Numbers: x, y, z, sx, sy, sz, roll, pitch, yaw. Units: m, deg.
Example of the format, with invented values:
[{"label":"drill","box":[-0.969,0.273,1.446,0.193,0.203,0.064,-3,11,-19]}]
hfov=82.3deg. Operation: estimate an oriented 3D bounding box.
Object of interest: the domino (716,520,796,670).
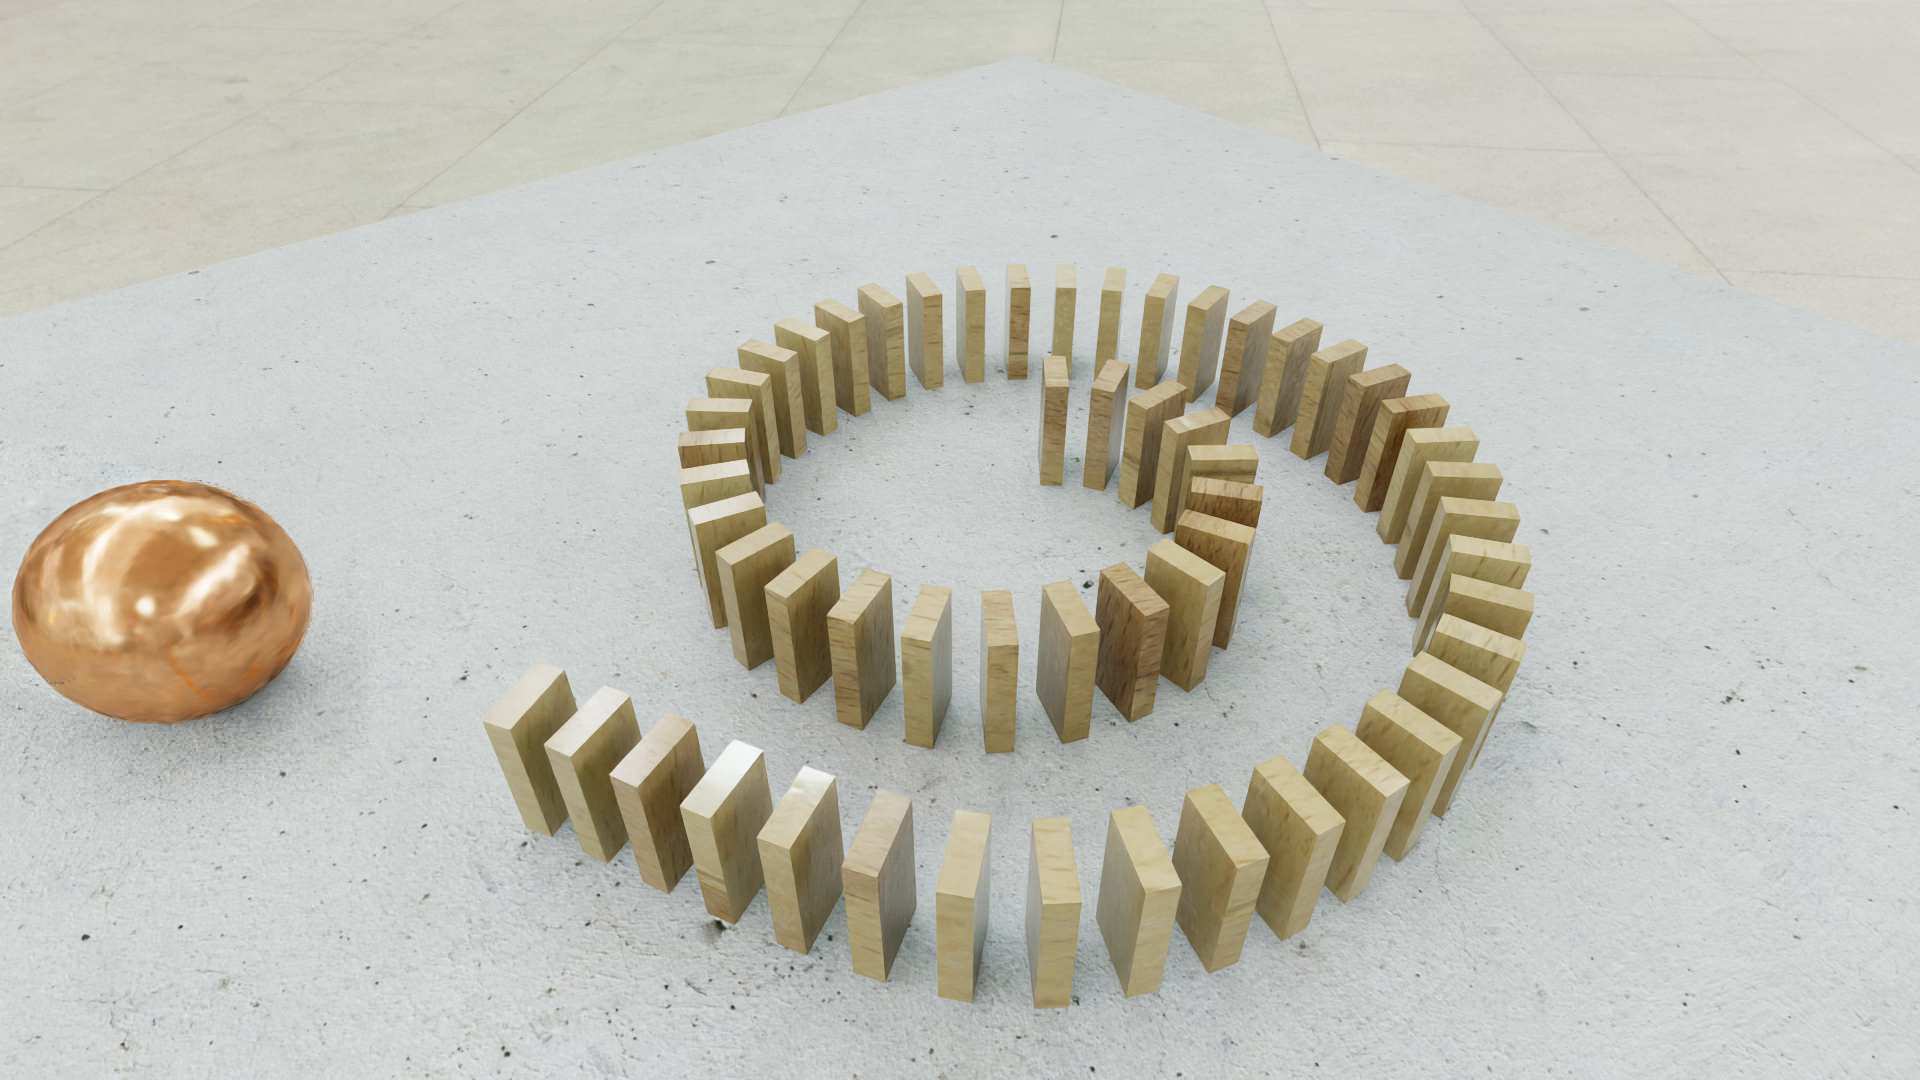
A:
[{"label":"domino","box":[-0.069,0.020,0.387,0.025,0.050,0.009,-30,48,-31]}]

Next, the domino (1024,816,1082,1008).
[{"label":"domino","box":[0.024,0.099,0.291,0.010,0.050,0.025,-2,39,-2]}]

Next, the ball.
[{"label":"ball","box":[-0.261,0.020,0.363,0.080,0.080,0.080,0,39,0]}]

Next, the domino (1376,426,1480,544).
[{"label":"domino","box":[0.185,-0.021,0.437,0.025,0.050,0.009,-2,39,-3]}]

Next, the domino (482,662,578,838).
[{"label":"domino","box":[-0.126,0.064,0.333,0.010,0.050,0.025,13,41,16]}]

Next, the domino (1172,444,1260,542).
[{"label":"domino","box":[0.099,-0.014,0.428,0.025,0.050,0.009,-1,39,-1]}]

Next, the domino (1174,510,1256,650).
[{"label":"domino","box":[0.088,0.015,0.394,0.025,0.050,0.010,17,42,20]}]

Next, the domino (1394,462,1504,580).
[{"label":"domino","box":[0.185,-0.006,0.419,0.025,0.050,0.009,2,39,3]}]

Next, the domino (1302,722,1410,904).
[{"label":"domino","box":[0.109,0.079,0.315,0.009,0.050,0.025,-23,44,-25]}]

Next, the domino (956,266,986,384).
[{"label":"domino","box":[0.005,-0.105,0.540,0.009,0.050,0.025,-7,40,-8]}]

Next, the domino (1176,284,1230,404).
[{"label":"domino","box":[0.115,-0.093,0.525,0.010,0.050,0.025,24,45,27]}]

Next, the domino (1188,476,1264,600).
[{"label":"domino","box":[0.096,0.001,0.410,0.025,0.050,0.009,9,40,10]}]

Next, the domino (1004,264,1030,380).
[{"label":"domino","box":[0.028,-0.107,0.542,0.009,0.050,0.025,-2,39,-3]}]

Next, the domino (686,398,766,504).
[{"label":"domino","box":[-0.096,-0.034,0.454,0.025,0.050,0.010,2,39,2]}]

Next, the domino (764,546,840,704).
[{"label":"domino","box":[-0.052,0.030,0.375,0.010,0.050,0.025,24,45,26]}]

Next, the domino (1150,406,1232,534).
[{"label":"domino","box":[0.093,-0.028,0.445,0.025,0.050,0.010,-17,42,-20]}]

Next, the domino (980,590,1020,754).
[{"label":"domino","box":[0.012,0.043,0.359,0.009,0.050,0.025,-2,39,-3]}]

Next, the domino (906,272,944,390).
[{"label":"domino","box":[-0.017,-0.102,0.535,0.009,0.050,0.025,-14,41,-16]}]

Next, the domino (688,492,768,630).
[{"label":"domino","box":[-0.082,0.008,0.402,0.025,0.050,0.009,-17,42,-20]}]

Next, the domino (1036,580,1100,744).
[{"label":"domino","box":[0.035,0.040,0.362,0.010,0.050,0.025,-11,41,-14]}]

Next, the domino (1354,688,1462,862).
[{"label":"domino","box":[0.128,0.070,0.326,0.009,0.050,0.025,-27,47,-29]}]

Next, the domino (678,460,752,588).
[{"label":"domino","box":[-0.090,-0.006,0.418,0.025,0.050,0.010,-10,40,-12]}]

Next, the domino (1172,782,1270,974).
[{"label":"domino","box":[0.069,0.092,0.299,0.010,0.050,0.025,-14,41,-17]}]

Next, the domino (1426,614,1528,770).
[{"label":"domino","box":[0.159,0.049,0.352,0.025,0.050,0.009,23,44,25]}]

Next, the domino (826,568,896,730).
[{"label":"domino","box":[-0.032,0.037,0.366,0.009,0.050,0.025,17,42,19]}]

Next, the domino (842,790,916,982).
[{"label":"domino","box":[-0.021,0.094,0.297,0.009,0.050,0.025,12,41,14]}]

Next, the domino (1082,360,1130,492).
[{"label":"domino","box":[0.063,-0.049,0.471,0.009,0.050,0.025,14,41,17]}]

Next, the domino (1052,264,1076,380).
[{"label":"domino","box":[0.051,-0.107,0.542,0.009,0.050,0.025,2,39,3]}]

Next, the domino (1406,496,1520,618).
[{"label":"domino","box":[0.183,0.008,0.402,0.025,0.050,0.010,6,40,7]}]

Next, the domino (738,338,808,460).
[{"label":"domino","box":[-0.083,-0.062,0.487,0.025,0.050,0.010,19,43,22]}]

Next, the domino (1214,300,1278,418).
[{"label":"domino","box":[0.133,-0.084,0.514,0.010,0.050,0.025,31,48,32]}]

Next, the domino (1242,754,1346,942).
[{"label":"domino","box":[0.090,0.086,0.306,0.009,0.050,0.025,-18,43,-21]}]

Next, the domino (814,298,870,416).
[{"label":"domino","box":[-0.055,-0.085,0.516,0.009,0.050,0.025,-32,49,-33]}]

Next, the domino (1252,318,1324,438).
[{"label":"domino","box":[0.149,-0.074,0.501,0.025,0.050,0.010,-28,47,-30]}]

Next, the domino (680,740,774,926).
[{"label":"domino","box":[-0.064,0.083,0.310,0.009,0.050,0.025,16,42,19]}]

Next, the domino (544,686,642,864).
[{"label":"domino","box":[-0.105,0.070,0.326,0.009,0.050,0.025,18,42,20]}]

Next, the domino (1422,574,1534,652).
[{"label":"domino","box":[0.170,0.036,0.367,0.025,0.050,0.010,15,42,18]}]

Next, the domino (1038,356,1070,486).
[{"label":"domino","box":[0.040,-0.051,0.474,0.009,0.050,0.025,0,39,1]}]

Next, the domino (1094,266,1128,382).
[{"label":"domino","box":[0.074,-0.105,0.540,0.010,0.050,0.025,8,40,9]}]

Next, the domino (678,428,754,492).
[{"label":"domino","box":[-0.095,-0.020,0.436,0.025,0.050,0.009,-5,40,-6]}]

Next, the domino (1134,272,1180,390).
[{"label":"domino","box":[0.096,-0.101,0.534,0.010,0.050,0.025,16,42,18]}]

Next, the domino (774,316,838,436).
[{"label":"domino","box":[-0.070,-0.074,0.502,0.025,0.050,0.009,26,46,28]}]

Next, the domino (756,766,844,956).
[{"label":"domino","box":[-0.043,0.089,0.303,0.009,0.050,0.025,15,42,17]}]

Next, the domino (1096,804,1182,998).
[{"label":"domino","box":[0.047,0.097,0.293,0.009,0.050,0.025,-9,40,-11]}]

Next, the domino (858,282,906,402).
[{"label":"domino","box":[-0.037,-0.095,0.527,0.010,0.050,0.025,-24,45,-26]}]

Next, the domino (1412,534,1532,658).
[{"label":"domino","box":[0.178,0.022,0.384,0.025,0.050,0.010,10,40,12]}]

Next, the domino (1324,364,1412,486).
[{"label":"domino","box":[0.174,-0.049,0.472,0.025,0.050,0.009,-17,42,-19]}]

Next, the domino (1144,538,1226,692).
[{"label":"domino","box":[0.075,0.026,0.379,0.009,0.050,0.025,-31,48,-32]}]

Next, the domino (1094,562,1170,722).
[{"label":"domino","box":[0.056,0.035,0.369,0.009,0.050,0.025,-19,43,-22]}]

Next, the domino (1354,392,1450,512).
[{"label":"domino","box":[0.182,-0.035,0.455,0.025,0.050,0.010,-8,40,-10]}]

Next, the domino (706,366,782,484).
[{"label":"domino","box":[-0.092,-0.049,0.471,0.025,0.050,0.009,12,41,14]}]

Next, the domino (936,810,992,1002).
[{"label":"domino","box":[0.001,0.098,0.292,0.010,0.050,0.025,7,40,9]}]

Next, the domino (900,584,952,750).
[{"label":"domino","box":[-0.010,0.042,0.360,0.010,0.050,0.025,9,40,11]}]

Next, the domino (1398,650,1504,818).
[{"label":"domino","box":[0.145,0.060,0.338,0.025,0.050,0.010,31,49,32]}]

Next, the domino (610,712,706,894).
[{"label":"domino","box":[-0.084,0.077,0.318,0.009,0.050,0.025,18,42,20]}]

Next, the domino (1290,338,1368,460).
[{"label":"domino","box":[0.163,-0.062,0.487,0.025,0.050,0.009,-23,44,-25]}]

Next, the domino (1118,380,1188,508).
[{"label":"domino","box":[0.080,-0.040,0.460,0.025,0.050,0.010,-29,47,-30]}]
